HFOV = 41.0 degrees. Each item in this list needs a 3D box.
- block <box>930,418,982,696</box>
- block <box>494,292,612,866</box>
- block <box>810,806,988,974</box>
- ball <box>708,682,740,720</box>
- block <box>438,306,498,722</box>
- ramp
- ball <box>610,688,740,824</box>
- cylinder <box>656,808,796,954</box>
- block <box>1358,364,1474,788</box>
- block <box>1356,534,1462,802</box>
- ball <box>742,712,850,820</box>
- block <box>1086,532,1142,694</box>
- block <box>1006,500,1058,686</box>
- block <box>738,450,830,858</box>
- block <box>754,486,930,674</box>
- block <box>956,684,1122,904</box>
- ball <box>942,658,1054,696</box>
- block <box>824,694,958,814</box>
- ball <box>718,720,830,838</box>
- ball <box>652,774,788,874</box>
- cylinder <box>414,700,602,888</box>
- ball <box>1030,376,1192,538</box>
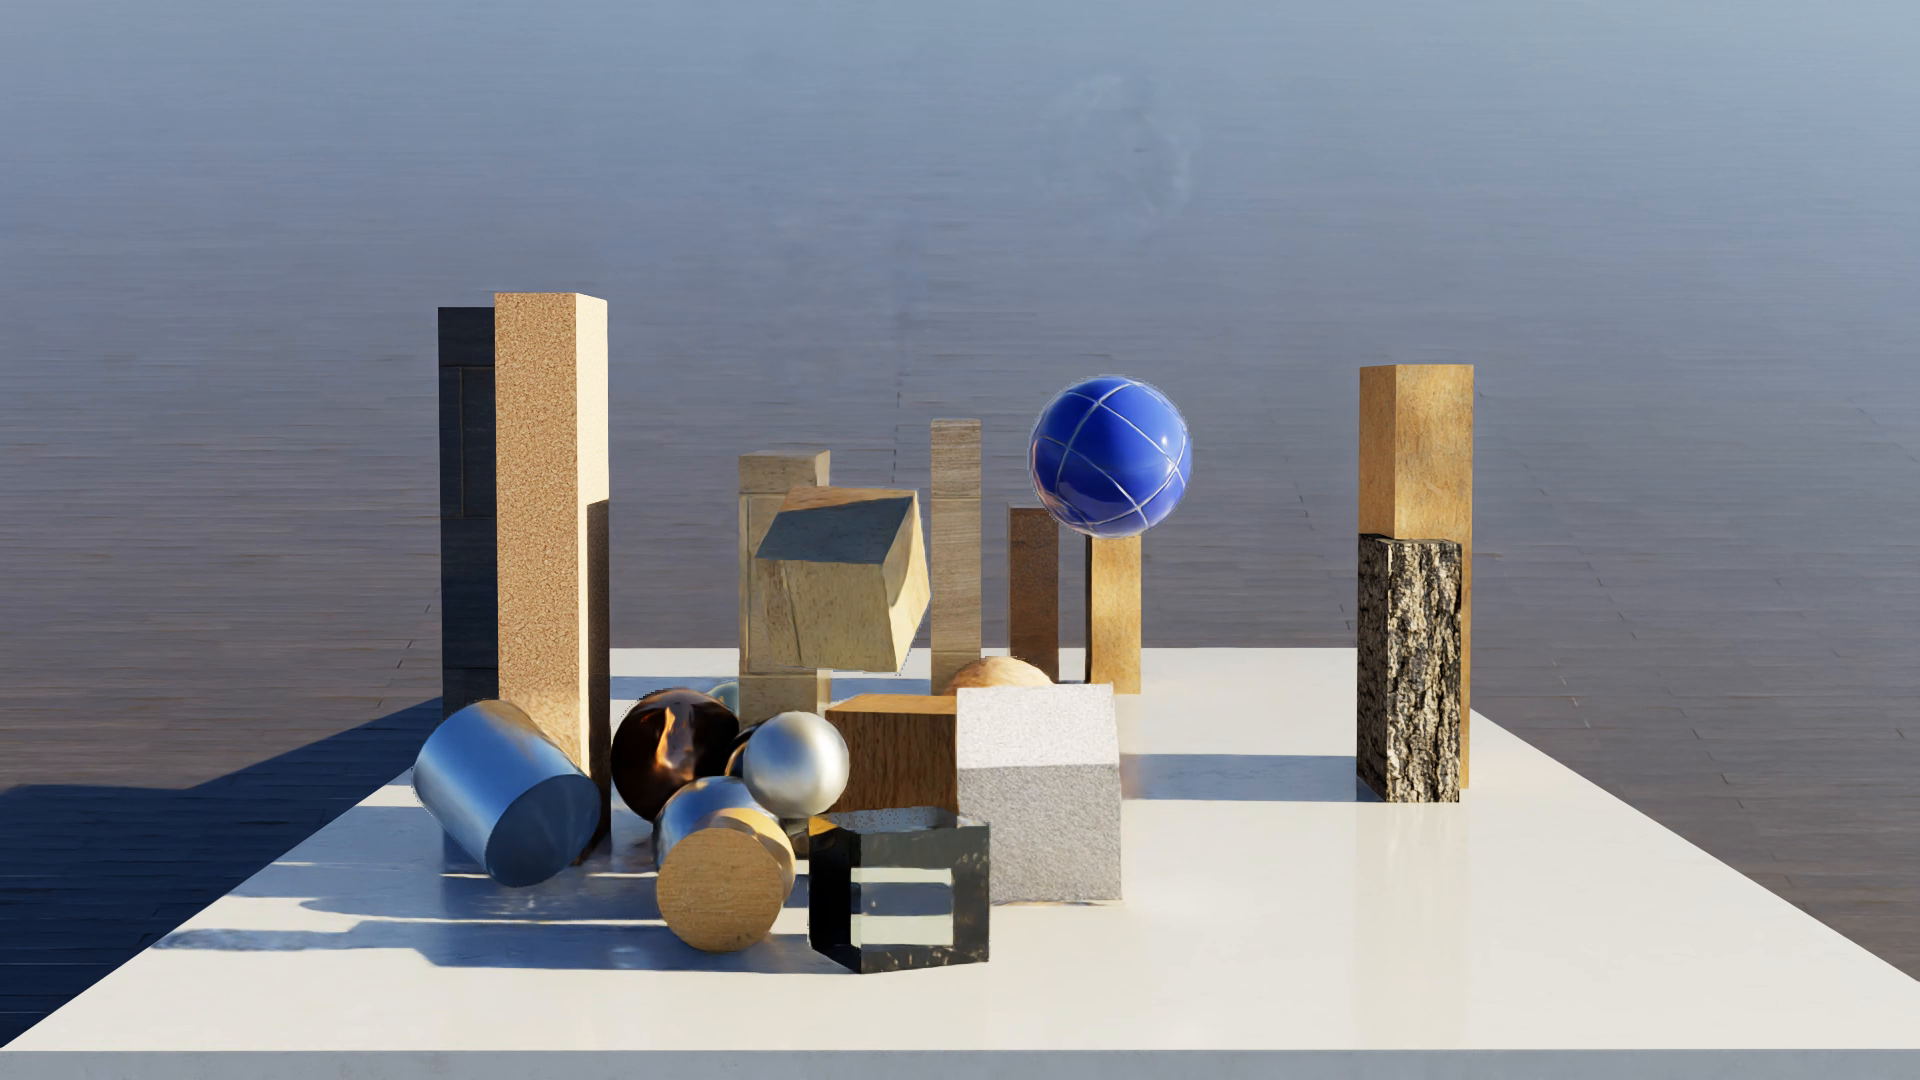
[{"bbox_3d":[-0.007,0.097,4.366,0.081,0.602,0.432,0,3,0],"label":"block"},{"bbox_3d":[-0.574,0.047,3.650,0.110,0.782,0.306,0,3,0],"label":"block"},{"bbox_3d":[-0.071,0.399,2.956,0.156,0.156,0.156,-2,3,-25],"label":"block"},{"bbox_3d":[-0.413,0.320,4.661,0.123,0.123,0.123,0,21,0],"label":"ball"},{"bbox_3d":[-0.799,0.001,4.403,0.132,0.789,0.251,0,3,0],"label":"block"},{"bbox_3d":[0.048,0.438,4.532,2.000,0.100,4.000,0,3,0],"label":"ramp"},{"bbox_3d":[-0.415,0.325,3.818,0.208,0.208,0.208,0,21,0],"label":"ball"},{"bbox_3d":[-0.275,0.400,3.037,0.147,0.147,0.147,1,3,2],"label":"cylinder"},{"bbox_3d":[0.769,0.051,4.368,0.125,0.692,0.375,0,3,0],"label":"block"},{"bbox_3d":[0.731,0.202,4.199,0.115,0.409,0.306,0,3,0],"label":"block"},{"bbox_3d":[-0.190,0.261,2.974,0.125,0.125,0.125,0,21,0],"label":"ball"},{"bbox_3d":[0.335,0.060,5.639,0.105,0.529,0.274,0,3,0],"label":"block"},{"bbox_3d":[0.154,0.127,5.518,0.100,0.409,0.344,0,3,0],"label":"block"},{"bbox_3d":[-0.253,0.152,3.760,0.107,0.559,0.393,0,3,0],"label":"block"},{"bbox_3d":[-0.132,0.043,2.931,0.149,0.149,0.149,3,35,15],"label":"block"},{"bbox_3d":[0.101,0.324,3.293,0.201,0.201,0.201,-2,26,2],"label":"block"},{"bbox_3d":[0.065,0.290,4.061,0.208,0.208,0.208,0,21,0],"label":"ball"},{"bbox_3d":[-0.065,0.335,3.652,0.206,0.206,0.206,1,3,12],"label":"block"},{"bbox_3d":[-0.247,0.324,3.492,0.162,0.162,0.162,0,21,0],"label":"ball"},{"bbox_3d":[-0.300,0.379,3.210,0.170,0.170,0.170,0,21,0],"label":"ball"},{"bbox_3d":[-0.597,0.333,3.388,0.178,0.178,0.178,-18,42,-38],"label":"cylinder"},{"bbox_3d":[0.165,-0.091,2.817,0.178,0.178,0.178,0,21,0],"label":"ball"}]
